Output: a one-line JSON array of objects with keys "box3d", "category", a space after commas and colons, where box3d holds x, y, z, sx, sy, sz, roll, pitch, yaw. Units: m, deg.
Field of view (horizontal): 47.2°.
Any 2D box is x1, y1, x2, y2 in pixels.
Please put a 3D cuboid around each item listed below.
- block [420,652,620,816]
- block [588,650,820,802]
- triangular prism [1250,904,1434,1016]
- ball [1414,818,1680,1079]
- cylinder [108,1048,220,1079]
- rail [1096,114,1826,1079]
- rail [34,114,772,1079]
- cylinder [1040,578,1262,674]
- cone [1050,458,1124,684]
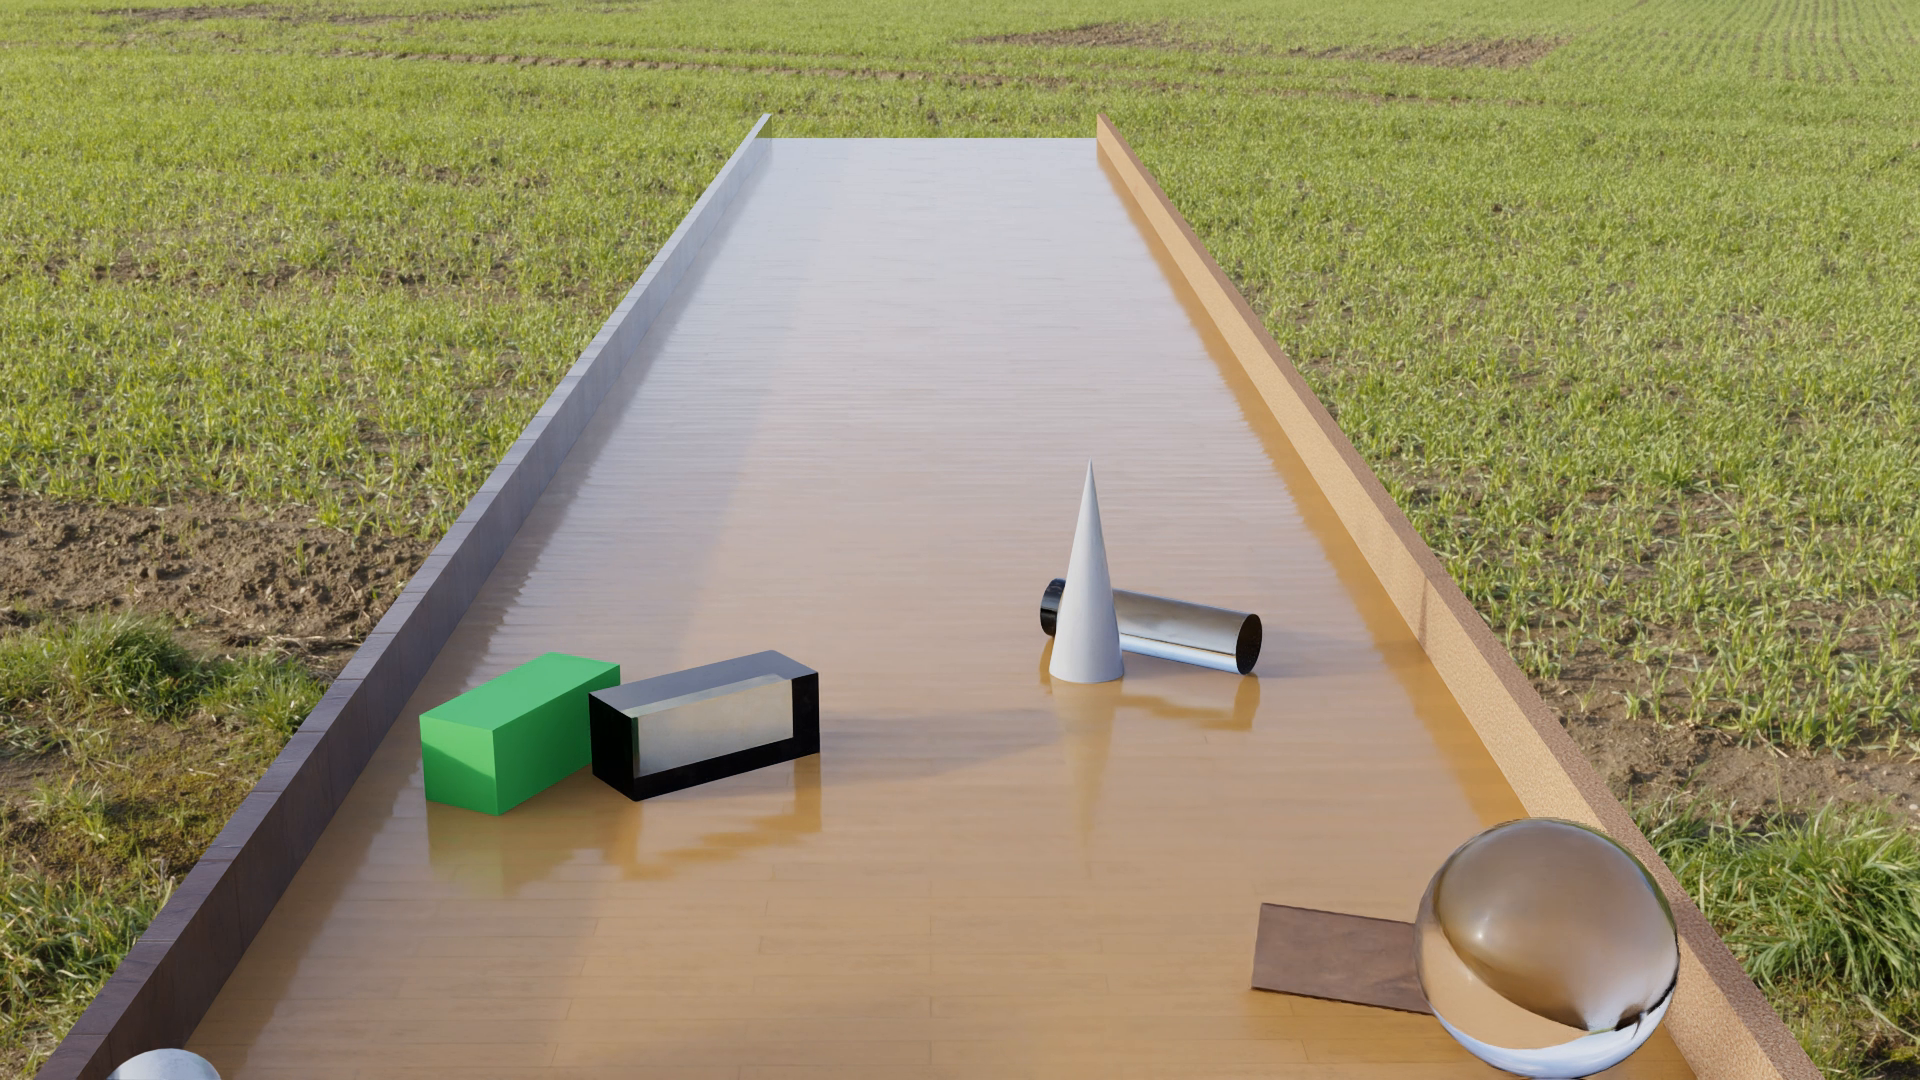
[{"box3d": [-0.759, 0.332, 3.840, 0.153, 0.153, 0.361, 8, 18, 26], "category": "block"}, {"box3d": [-0.447, 0.322, 3.876, 0.375, 0.152, 0.152, -12, 20, -35], "category": "block"}, {"box3d": [0.582, 0.579, 3.088, 0.324, 0.104, 0.120, 5, 18, 17], "category": "triangular prism"}, {"box3d": [0.759, 0.531, 2.856, 0.334, 0.334, 0.334, 0, 17, 0], "category": "ball"}, {"box3d": [-0.890, 0.730, 2.509, 0.150, 0.150, 0.355, -8, 18, -25], "category": "cylinder"}, {"box3d": [0.932, -0.844, 7.801, 0.050, 0.150, 12.000, 0, 17, -1], "category": "rail"}, {"box3d": [-1.118, -0.838, 7.780, 0.050, 0.150, 12.000, 0, 17, -1], "category": "rail"}, {"box3d": [0.382, 0.171, 4.436, 0.440, 0.123, 0.123, 10, 19, 31], "category": "cylinder"}, {"box3d": [0.251, 0.047, 4.294, 0.150, 0.440, 0.150, 0, 17, 0], "category": "cone"}]
